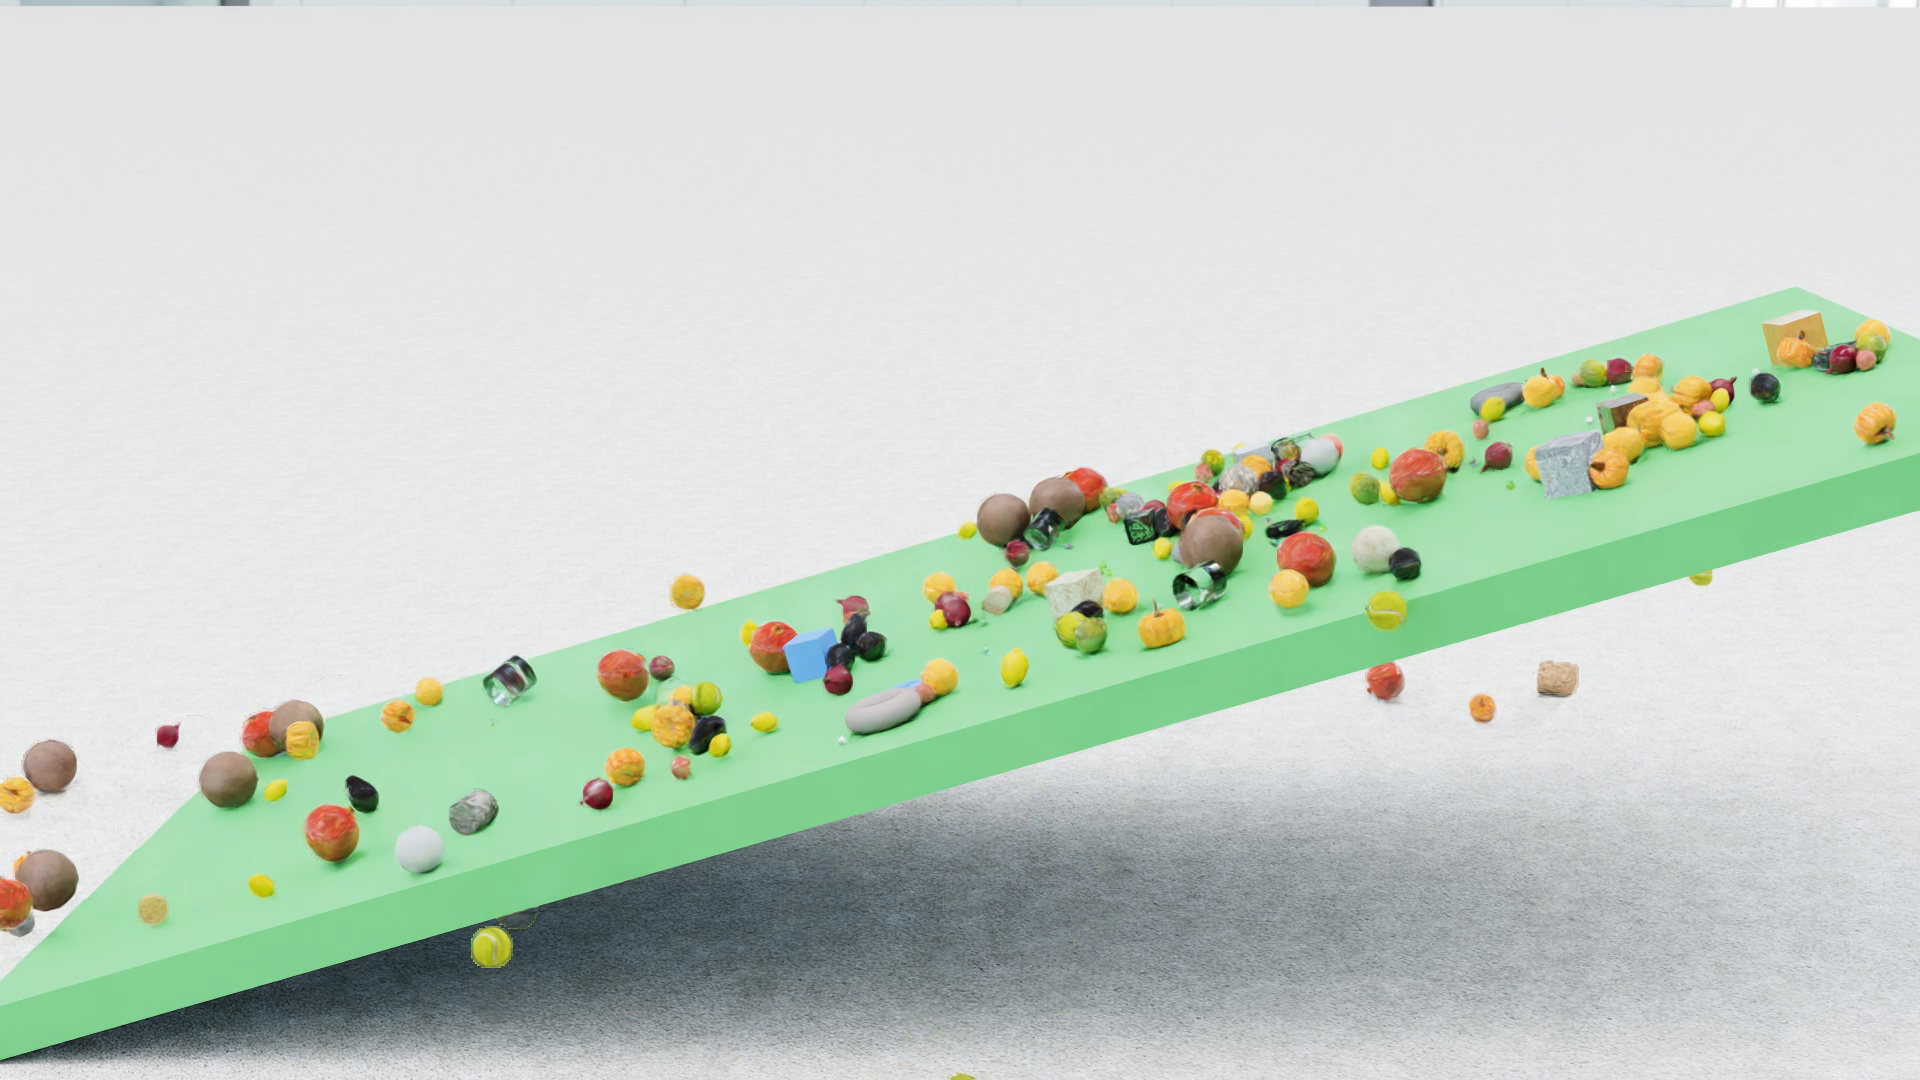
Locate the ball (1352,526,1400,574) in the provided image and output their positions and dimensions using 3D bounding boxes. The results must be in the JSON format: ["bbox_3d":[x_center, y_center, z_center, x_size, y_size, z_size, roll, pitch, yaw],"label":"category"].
[{"bbox_3d":[0.780,0.018,5.516,0.092,0.092,0.092,0,11,0],"label":"ball"}]

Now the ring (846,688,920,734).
[{"bbox_3d":[-0.146,0.322,5.548,0.150,0.050,0.150,-18,9,3],"label":"ring"}]

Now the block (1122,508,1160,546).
[{"bbox_3d":[0.401,-0.028,6.497,0.060,0.060,0.060,-14,10,15],"label":"block"}]

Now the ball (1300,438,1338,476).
[{"bbox_3d":[0.807,-0.186,6.597,0.085,0.085,0.085,0,11,0],"label":"ball"}]

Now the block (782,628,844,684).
[{"bbox_3d":[-0.306,0.241,6.157,0.084,0.084,0.084,-13,11,23],"label":"block"}]

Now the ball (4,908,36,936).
[{"bbox_3d":[-1.929,0.784,6.035,0.061,0.061,0.061,0,11,0],"label":"ball"}]

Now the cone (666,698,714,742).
[{"bbox_3d":[-0.541,0.372,5.968,0.093,0.093,0.093,8,10,-10],"label":"cone"}]

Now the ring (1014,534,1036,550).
[{"bbox_3d":[0.172,0.000,6.803,0.098,0.033,0.098,-12,9,2],"label":"ring"}]

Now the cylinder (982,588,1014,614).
[{"bbox_3d":[0.080,0.128,6.212,0.052,0.052,0.052,5,-5,23],"label":"cylinder"}]

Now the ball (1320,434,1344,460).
[{"bbox_3d":[0.842,-0.208,6.708,0.067,0.067,0.067,0,11,0],"label":"ball"}]

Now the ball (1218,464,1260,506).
[{"bbox_3d":[0.621,-0.121,6.538,0.092,0.092,0.092,0,11,0],"label":"ball"}]

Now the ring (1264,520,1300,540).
[{"bbox_3d":[0.670,-0.022,6.109,0.079,0.026,0.079,-17,9,3],"label":"ring"}]

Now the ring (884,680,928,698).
[{"bbox_3d":[-0.110,0.299,5.662,0.102,0.034,0.102,-20,8,3],"label":"ring"}]

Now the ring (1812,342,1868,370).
[{"bbox_3d":[1.821,-0.381,6.083,0.116,0.039,0.116,-16,10,3],"label":"ring"}]

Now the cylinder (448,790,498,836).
[{"bbox_3d":[-0.945,0.529,5.715,0.070,0.070,0.070,5,19,25],"label":"cylinder"}]

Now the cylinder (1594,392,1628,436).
[{"bbox_3d":[1.361,-0.257,6.085,0.073,0.073,0.073,-25,8,9],"label":"cylinder"}]

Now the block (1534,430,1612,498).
[{"bbox_3d":[1.190,-0.147,5.705,0.098,0.098,0.098,-9,13,39],"label":"block"}]

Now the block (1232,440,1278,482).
[{"bbox_3d":[0.681,-0.177,6.781,0.077,0.077,0.077,-18,10,-3],"label":"block"}]

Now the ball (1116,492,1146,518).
[{"bbox_3d":[0.392,-0.077,6.756,0.067,0.067,0.067,0,11,0],"label":"ball"}]

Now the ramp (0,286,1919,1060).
[{"bbox_3d":[0.094,0.185,6.316,4.000,0.100,2.000,-16,10,5],"label":"ramp"}]

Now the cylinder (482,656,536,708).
[{"bbox_3d":[-1.050,0.329,6.857,0.088,0.088,0.088,9,38,39],"label":"cylinder"}]

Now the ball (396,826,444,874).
[{"bbox_3d":[-1.009,0.579,5.492,0.090,0.090,0.090,0,11,0],"label":"ball"}]

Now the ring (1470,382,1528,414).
[{"bbox_3d":[1.236,-0.325,6.745,0.137,0.046,0.137,-17,9,3],"label":"ring"}]

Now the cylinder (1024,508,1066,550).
[{"bbox_3d":[0.194,-0.024,6.731,0.070,0.070,0.070,9,49,39],"label":"cylinder"}]

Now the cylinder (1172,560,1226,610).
[{"bbox_3d":[0.465,0.089,5.709,0.076,0.076,0.076,-27,26,-37],"label":"cylinder"}]

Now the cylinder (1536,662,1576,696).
[{"bbox_3d":[1.688,0.393,8.321,0.089,0.089,0.089,6,13,29],"label":"cylinder"}]

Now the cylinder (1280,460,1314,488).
[{"bbox_3d":[0.751,-0.148,6.561,0.057,0.057,0.057,-3,5,-17],"label":"cylinder"}]

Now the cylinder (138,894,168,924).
[{"bbox_3d":[-1.575,0.720,5.740,0.053,0.053,0.053,-3,3,-17],"label":"cylinder"}]

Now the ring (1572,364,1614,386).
[{"bbox_3d":[1.445,-0.377,6.714,0.098,0.033,0.098,-17,9,3],"label":"ring"}]

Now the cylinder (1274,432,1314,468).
[{"bbox_3d":[0.768,-0.192,6.698,0.085,0.085,0.085,-18,13,-4],"label":"cylinder"}]

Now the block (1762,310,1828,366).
[{"bbox_3d":[1.779,-0.429,6.260,0.092,0.092,0.092,-19,10,-9],"label":"block"}]

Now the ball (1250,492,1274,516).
[{"bbox_3d":[0.653,-0.079,6.373,0.051,0.051,0.051,0,11,0],"label":"ball"}]

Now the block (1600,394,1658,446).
[{"bbox_3d":[1.363,-0.246,6.000,0.080,0.080,0.080,-17,10,-1],"label":"block"}]

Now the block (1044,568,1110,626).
[{"bbox_3d":[0.236,0.114,5.933,0.084,0.084,0.084,-9,13,40],"label":"block"}]

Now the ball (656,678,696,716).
[{"bbox_3d":[-0.596,0.330,6.165,0.084,0.084,0.084,0,11,0],"label":"ball"}]

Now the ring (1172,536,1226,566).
[{"bbox_3d":[0.495,0.023,6.106,0.115,0.038,0.115,-9,16,2],"label":"ring"}]
